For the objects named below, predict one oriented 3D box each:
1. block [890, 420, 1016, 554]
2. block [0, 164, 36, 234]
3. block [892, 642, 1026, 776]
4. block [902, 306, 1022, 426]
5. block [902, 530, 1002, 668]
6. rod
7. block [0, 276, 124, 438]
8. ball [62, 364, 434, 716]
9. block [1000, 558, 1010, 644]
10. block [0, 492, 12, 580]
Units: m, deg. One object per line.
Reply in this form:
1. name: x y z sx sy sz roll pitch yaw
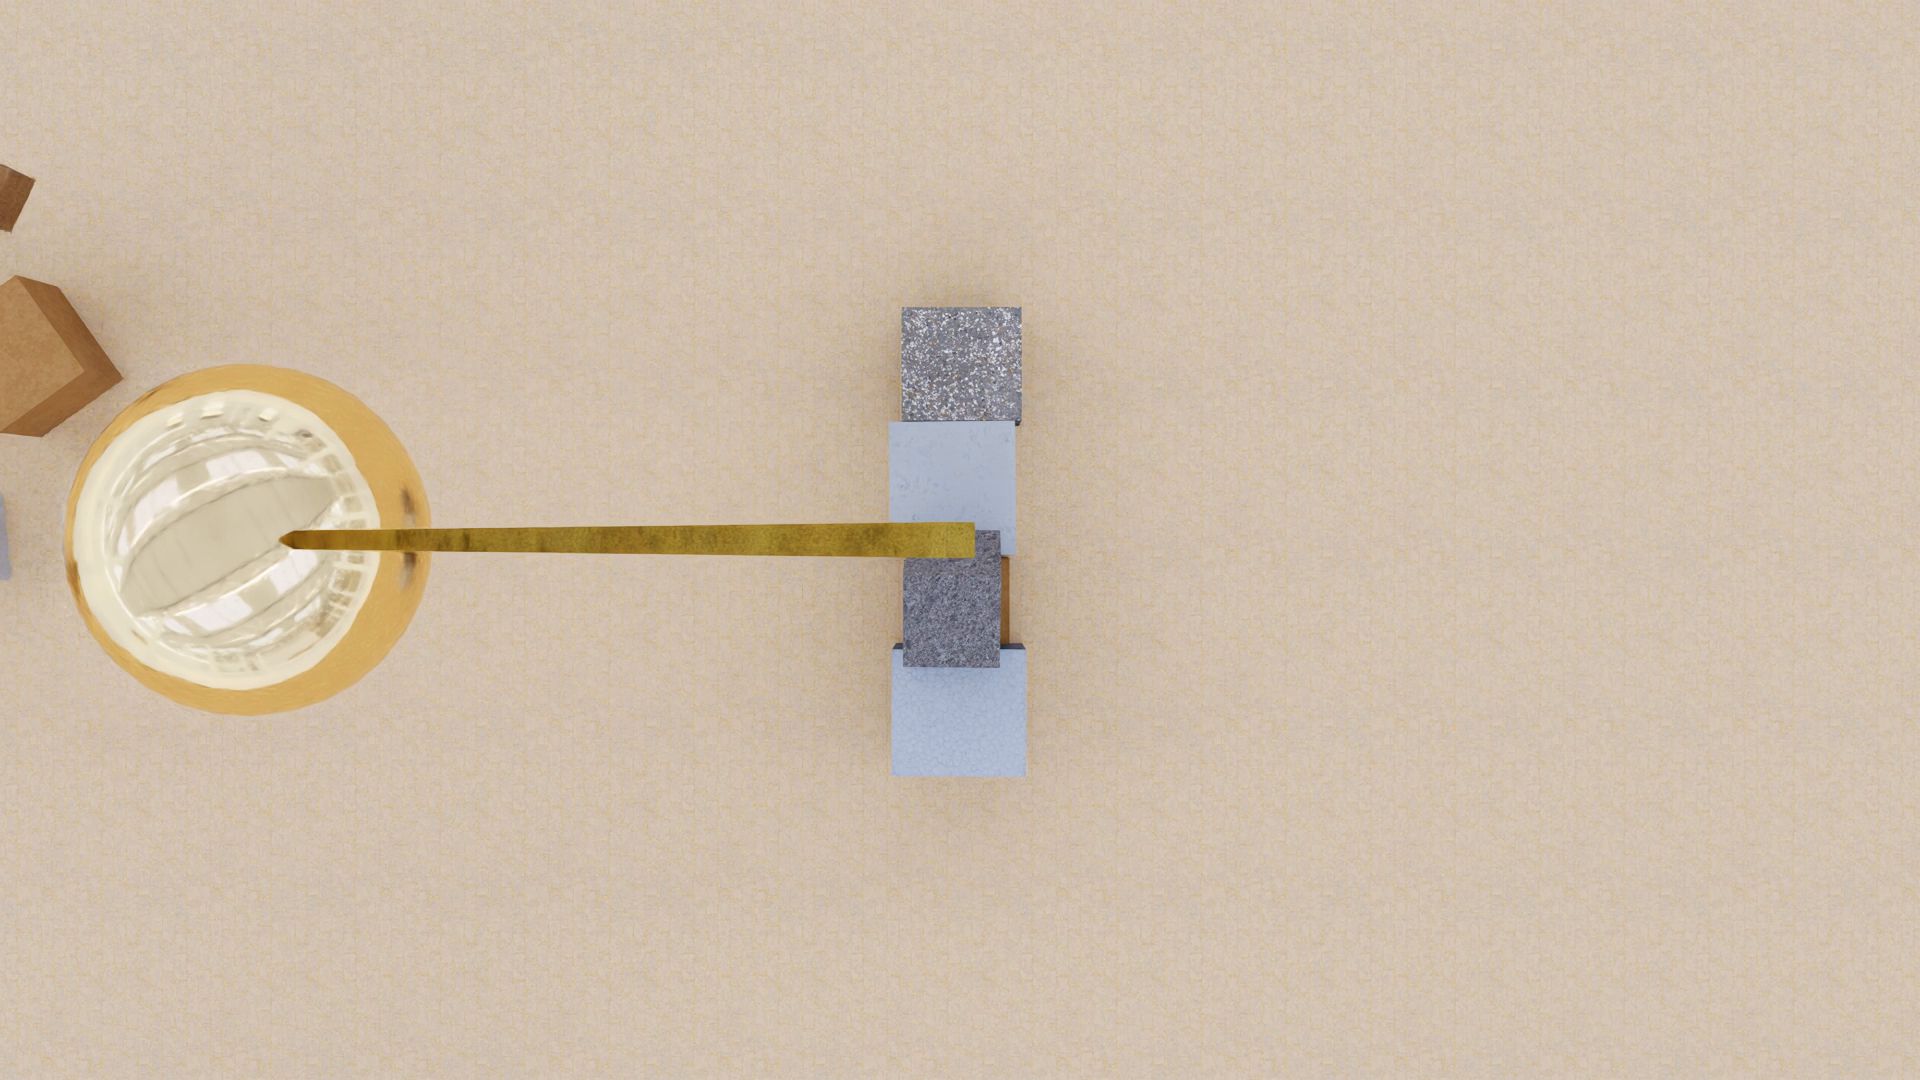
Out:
1. block: -0.042 -0.291 12.690 0.708 0.621 0.754 -1 90 0
2. block: -5.522 -1.984 12.417 0.362 0.338 0.336 25 90 0
3. block: -0.006 0.963 12.619 0.747 0.763 0.708 0 90 0
4. block: 0.009 -0.992 12.688 0.677 0.624 0.639 0 90 0
5. block: -0.043 0.320 12.167 0.528 0.581 0.559 1 115 0
6. rod: -1.391 0.000 7.098 0.080 5.200 0.080 0 90 -32
7. block: -5.381 -1.052 12.709 0.597 0.581 0.669 -35 90 0
8. ball: -3.209 0.000 9.971 1.600 1.600 1.600 0 90 0
9. block: -0.005 0.348 12.775 0.574 0.451 0.491 0 90 0
10. block: -5.900 0.000 12.738 0.535 0.524 0.515 -5 90 0
